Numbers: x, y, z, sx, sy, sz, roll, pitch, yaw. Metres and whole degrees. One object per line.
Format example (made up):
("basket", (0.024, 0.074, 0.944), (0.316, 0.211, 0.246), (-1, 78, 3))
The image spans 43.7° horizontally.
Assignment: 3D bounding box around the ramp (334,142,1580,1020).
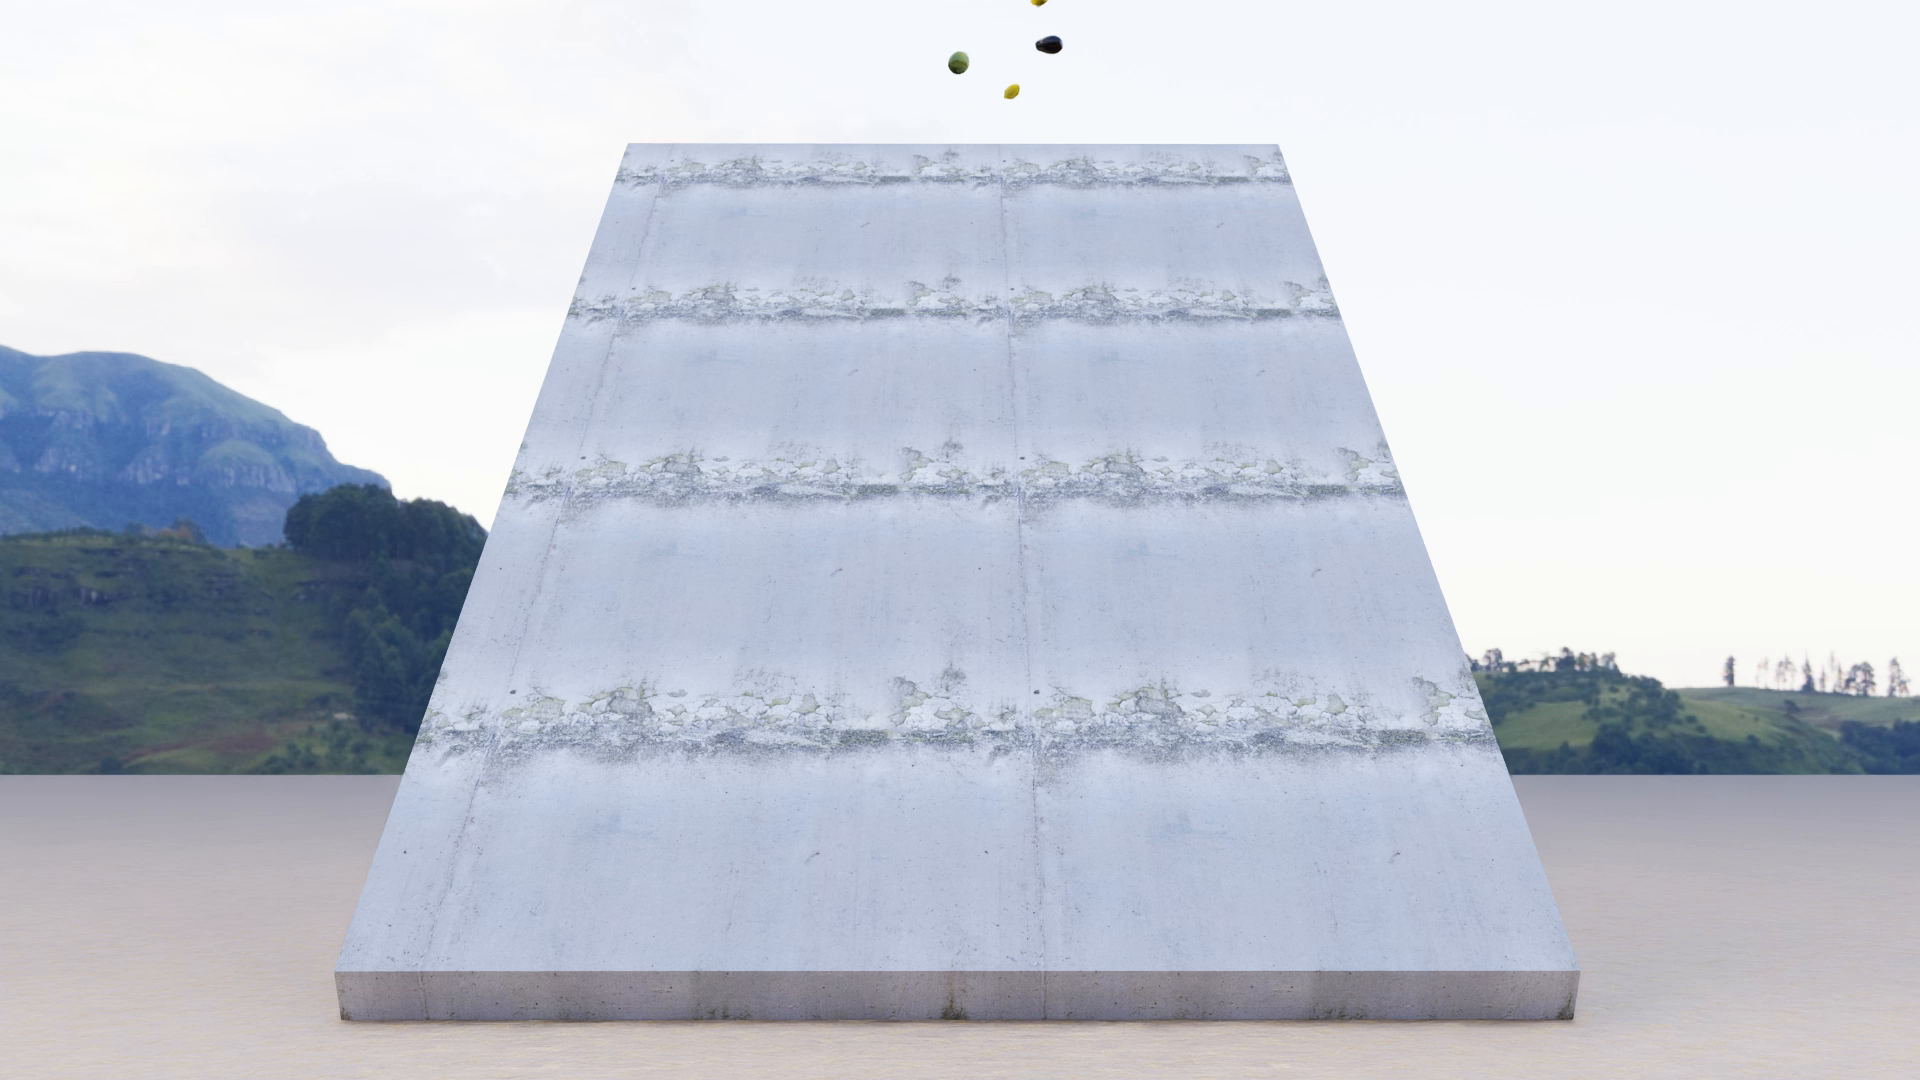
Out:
("ramp", (-0.012, -0.220, 5.620), (2.000, 0.100, 4.000), (0, 29, 0))
